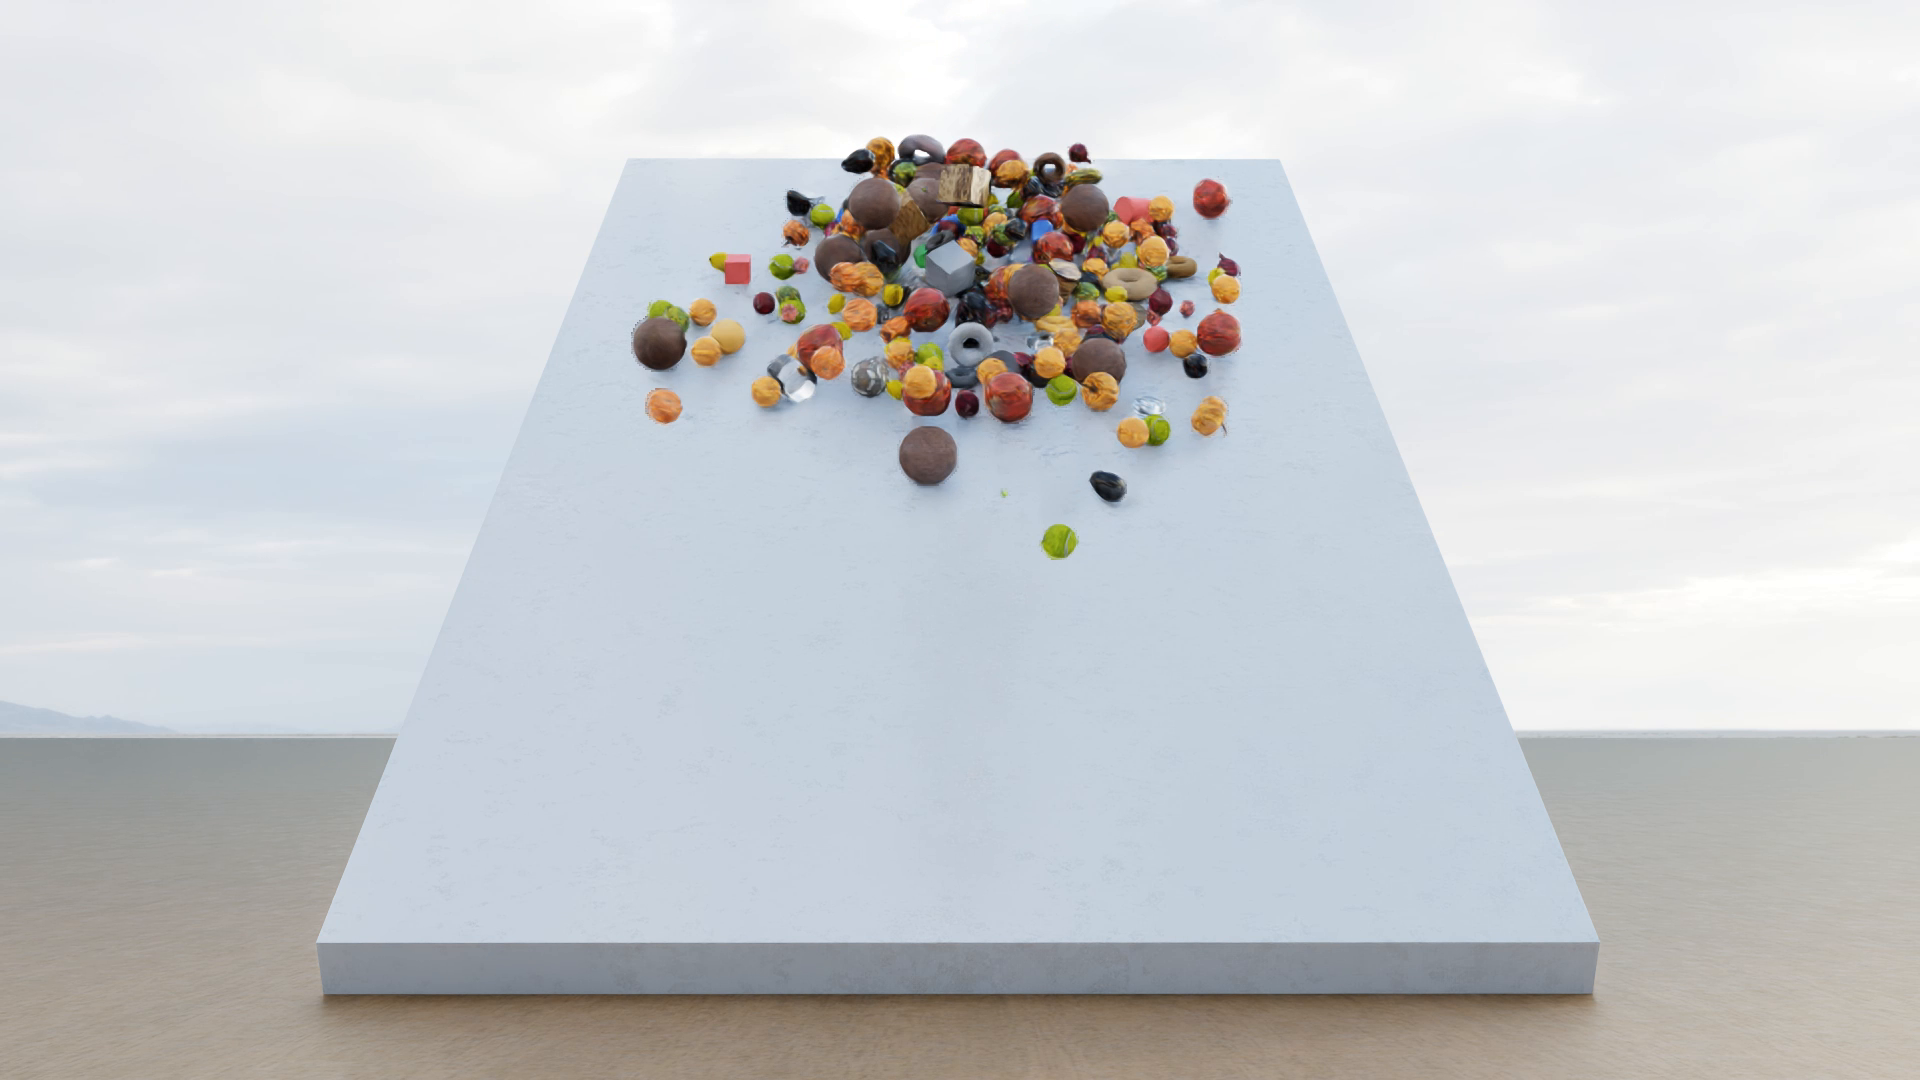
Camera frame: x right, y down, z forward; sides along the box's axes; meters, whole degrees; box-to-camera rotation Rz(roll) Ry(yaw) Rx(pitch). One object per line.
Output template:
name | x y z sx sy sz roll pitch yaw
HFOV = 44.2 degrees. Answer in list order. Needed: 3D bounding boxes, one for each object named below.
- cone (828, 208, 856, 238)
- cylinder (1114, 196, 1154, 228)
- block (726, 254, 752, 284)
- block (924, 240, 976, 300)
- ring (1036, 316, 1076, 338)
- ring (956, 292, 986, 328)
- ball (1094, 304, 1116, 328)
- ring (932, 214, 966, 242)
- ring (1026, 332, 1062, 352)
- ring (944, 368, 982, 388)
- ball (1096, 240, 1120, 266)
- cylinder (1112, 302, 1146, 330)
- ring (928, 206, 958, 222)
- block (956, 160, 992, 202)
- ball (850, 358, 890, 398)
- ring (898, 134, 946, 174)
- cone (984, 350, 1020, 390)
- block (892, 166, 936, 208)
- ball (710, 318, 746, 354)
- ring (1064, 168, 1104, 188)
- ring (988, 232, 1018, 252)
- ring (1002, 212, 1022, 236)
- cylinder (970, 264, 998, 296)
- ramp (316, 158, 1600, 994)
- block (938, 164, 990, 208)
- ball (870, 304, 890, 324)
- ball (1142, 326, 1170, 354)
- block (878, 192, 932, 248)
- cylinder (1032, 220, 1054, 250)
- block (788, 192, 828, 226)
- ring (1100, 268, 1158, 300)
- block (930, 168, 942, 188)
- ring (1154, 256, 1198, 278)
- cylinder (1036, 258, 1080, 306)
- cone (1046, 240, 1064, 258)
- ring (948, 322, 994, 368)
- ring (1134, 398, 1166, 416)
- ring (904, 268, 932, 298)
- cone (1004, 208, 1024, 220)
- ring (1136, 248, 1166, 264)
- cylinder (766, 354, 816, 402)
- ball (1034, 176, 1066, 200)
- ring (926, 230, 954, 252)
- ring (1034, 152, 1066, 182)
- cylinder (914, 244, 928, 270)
cone | -0.332 -0.895 6.623 0.077 0.077 0.077 0 27 0
cylinder | 0.484 -0.913 6.586 0.082 0.082 0.082 -4 -2 -37
block | -0.588 -0.719 6.288 0.062 0.062 0.062 0 27 1
block | -0.026 -0.693 6.066 0.090 0.090 0.090 -32 -31 -25
ring | 0.242 -0.537 5.962 0.105 0.035 0.105 1 26 0
ring | 0.028 -0.545 5.847 0.046 0.139 0.139 3 -6 -21
ball | 0.372 -0.569 5.996 0.061 0.061 0.061 0 -5 0
ring | -0.029 -0.840 6.411 0.102 0.034 0.102 -20 -30 -12
ring | 0.209 -0.494 5.884 0.087 0.029 0.087 1 27 0
ring | 0.006 -0.389 5.672 0.091 0.030 0.091 0 26 0
ball | 0.401 -0.777 6.404 0.067 0.067 0.067 0 -5 0
cylinder | 0.423 -0.557 5.894 0.069 0.069 0.069 1 3 -11
ring | -0.046 -0.930 6.748 0.087 0.029 0.087 -2 24 1
block | 0.039 -1.043 6.900 0.095 0.095 0.095 -4 27 -7
ball | -0.213 -0.383 5.589 0.092 0.092 0.092 0 -5 0
ring | -0.109 -1.118 6.857 0.146 0.049 0.146 11 -31 7
cone | 0.084 -0.404 5.690 0.093 0.093 0.093 2 -2 -20
block | -0.132 -1.011 6.819 0.084 0.084 0.084 -21 47 -31
ball | -0.573 -0.501 5.828 0.087 0.087 0.087 0 -5 0
ring | 0.351 -1.033 6.755 0.117 0.039 0.117 -9 0 0
ring | 0.121 -0.822 6.525 0.083 0.028 0.083 -5 35 4
ring | 0.144 -0.875 6.563 0.025 0.075 0.075 -37 -11 8
cylinder | 0.055 -0.683 6.218 0.062 0.062 0.062 4 28 -38
ramp | -0.010 -0.227 5.495 2.000 0.100 4.000 0 27 0
block | 0.011 -0.919 6.153 0.095 0.095 0.095 6 1 28
ball | -0.204 -0.576 6.019 0.050 0.050 0.050 0 -5 0
ball | 0.485 -0.495 5.845 0.067 0.067 0.067 0 -5 0
block | -0.141 -0.816 6.013 0.090 0.090 0.090 -35 26 4
cylinder | 0.226 -0.835 6.482 0.059 0.059 0.059 0 -25 0
block | -0.430 -0.937 6.700 0.076 0.076 0.076 -17 26 -30
ring | 0.444 -0.672 6.215 0.149 0.050 0.149 -1 29 0
block | -0.070 -1.085 7.016 0.060 0.060 0.060 -14 30 -14
ring | 0.580 -0.732 6.346 0.117 0.039 0.117 0 23 0
cylinder | 0.255 -0.667 6.129 0.088 0.088 0.088 3 -49 -33
cone | 0.249 -0.788 6.471 0.055 0.055 0.055 2 -5 -27
ring | 0.026 -0.468 5.681 0.111 0.111 0.037 0 17 3
ring | 0.442 -0.312 5.526 0.076 0.025 0.076 1 27 -1
ring | -0.107 -0.668 6.151 0.086 0.086 0.029 -4 21 40
cone | 0.160 -0.922 6.652 0.057 0.057 0.057 -27 -4 -2
ring | 0.512 -0.762 6.343 0.088 0.029 0.088 -12 -1 0
cylinder | -0.398 -0.383 5.592 0.088 0.088 0.088 3 21 -36
ball | 0.256 -1.013 6.723 0.090 0.090 0.090 0 -5 0
ring | -0.052 -0.787 6.278 0.087 0.087 0.029 -4 -43 39
ring | 0.247 -1.023 6.500 0.092 0.092 0.031 0 36 0
cylinder | -0.093 -0.758 6.372 0.057 0.057 0.057 1 29 -13
